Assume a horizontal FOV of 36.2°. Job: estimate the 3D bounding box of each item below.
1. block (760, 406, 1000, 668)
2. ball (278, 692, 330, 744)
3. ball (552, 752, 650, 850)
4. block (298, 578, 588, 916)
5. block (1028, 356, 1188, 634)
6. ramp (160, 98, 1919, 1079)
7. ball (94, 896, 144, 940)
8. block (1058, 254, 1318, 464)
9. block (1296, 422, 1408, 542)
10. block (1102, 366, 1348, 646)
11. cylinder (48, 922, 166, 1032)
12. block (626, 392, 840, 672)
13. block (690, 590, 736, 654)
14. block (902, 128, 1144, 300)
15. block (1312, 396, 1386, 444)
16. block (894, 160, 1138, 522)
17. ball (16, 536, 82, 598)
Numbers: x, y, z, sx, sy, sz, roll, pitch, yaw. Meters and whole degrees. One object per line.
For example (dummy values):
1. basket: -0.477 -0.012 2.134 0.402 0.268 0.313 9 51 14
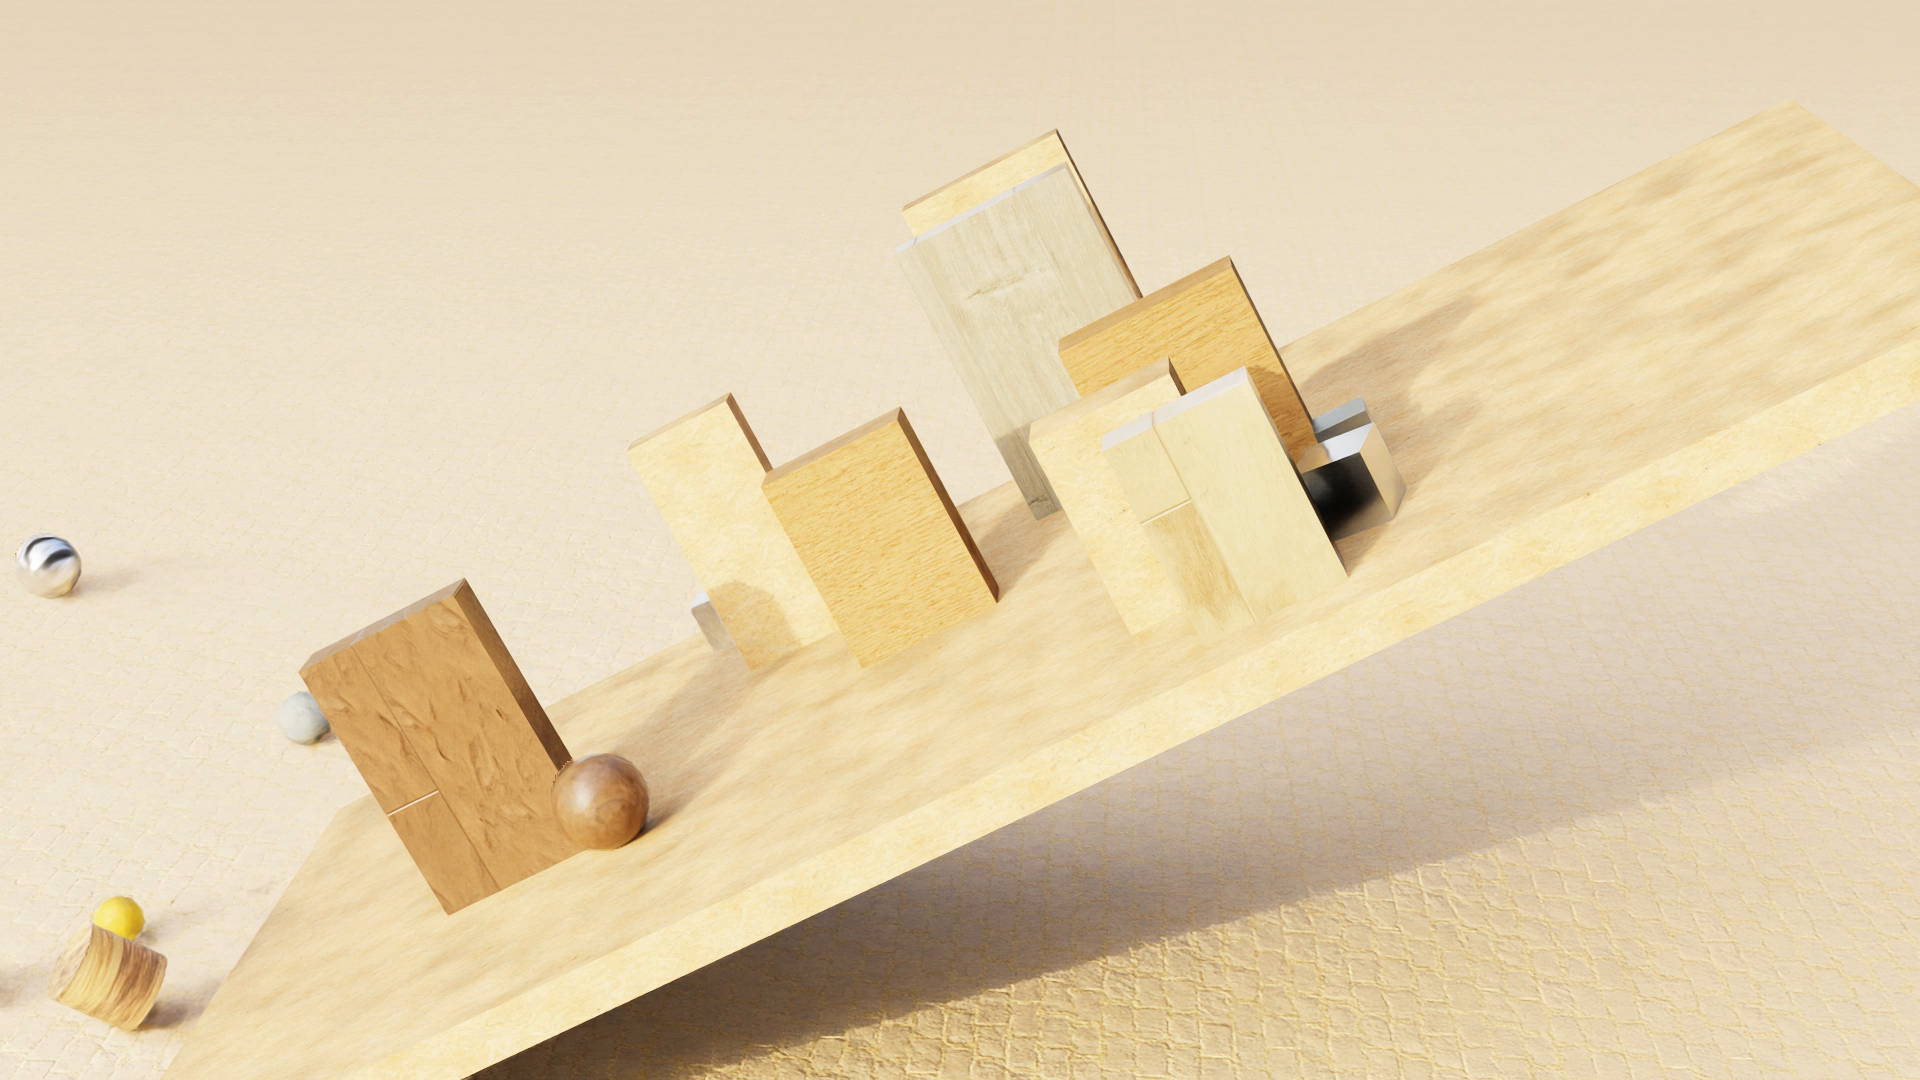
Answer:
1. block: -0.169 -0.004 6.328 0.329 0.458 0.118 -26 14 10
2. ball: -1.840 0.500 8.258 0.150 0.150 0.150 0 17 0
3. ball: -0.736 0.536 6.037 0.200 0.200 0.200 0 17 0
4. block: -1.054 0.435 6.157 0.374 0.611 0.117 -26 14 10
5. block: 0.364 -0.085 5.637 0.295 0.429 0.145 -26 14 10
6. ramp: 0.140 0.167 6.281 4.000 0.100 2.000 -26 14 10
7. ball: -1.999 0.906 6.994 0.117 0.117 0.117 0 17 0
8. block: 0.481 -0.270 5.965 0.386 0.480 0.126 -26 14 10
9. block: 0.737 -0.107 5.577 0.148 0.148 0.148 -22 15 26
10. block: 0.482 -0.061 5.356 0.290 0.413 0.113 -26 14 10
11. cylinder: -1.896 0.971 6.540 0.186 0.186 0.186 31 3 -26
12. block: -0.501 -0.016 6.741 0.260 0.590 0.089 -26 14 10
13. block: -0.555 0.174 7.128 0.130 0.130 0.130 -25 14 15
14. block: 0.214 -0.555 6.981 0.407 0.731 0.083 -26 14 10
15. block: 0.783 -0.202 5.906 0.112 0.112 0.112 -26 14 11
16. block: 0.207 -0.448 6.680 0.431 0.698 0.098 -26 14 10
17. ball: -2.945 0.087 9.508 0.204 0.204 0.204 0 17 0
